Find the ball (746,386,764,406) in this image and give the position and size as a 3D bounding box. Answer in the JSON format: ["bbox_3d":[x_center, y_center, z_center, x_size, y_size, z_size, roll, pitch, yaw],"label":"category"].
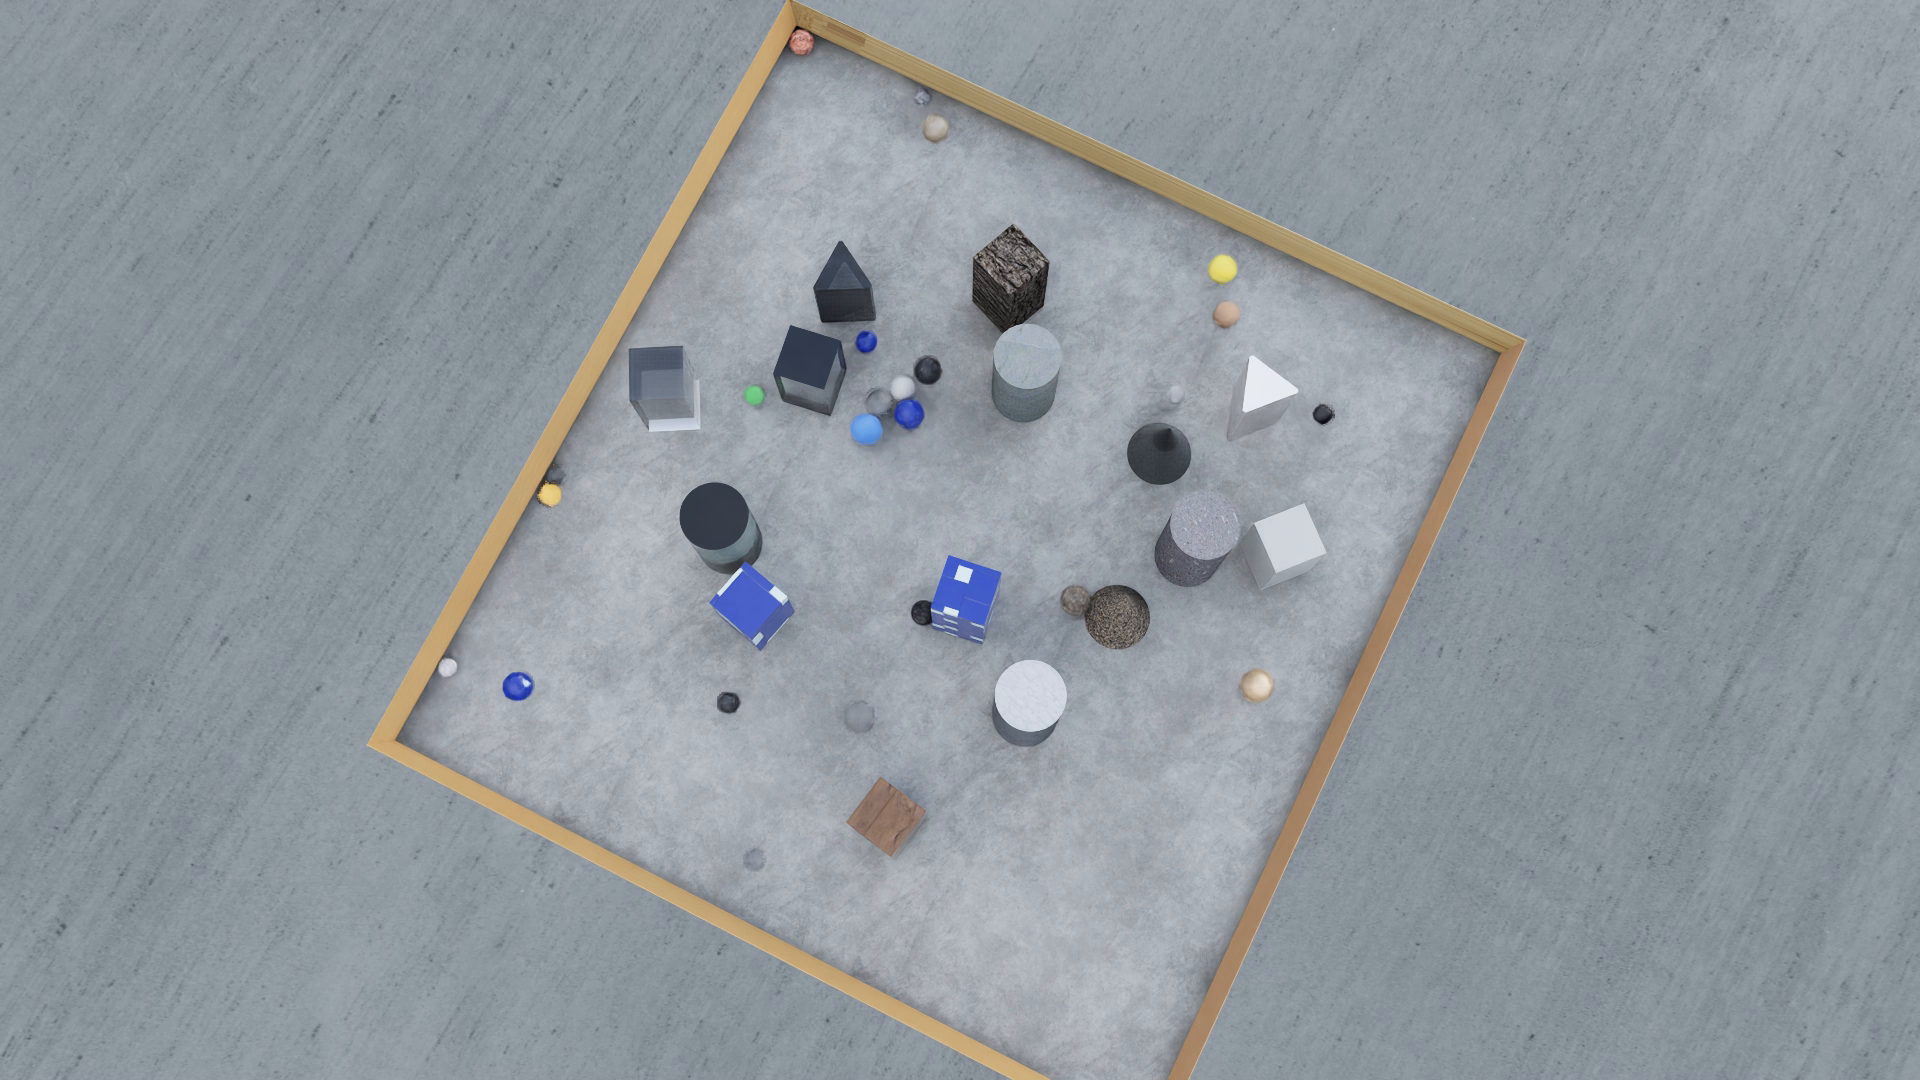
[{"bbox_3d":[-0.635,-0.447,5.678,0.060,0.060,0.060,0,78,0],"label":"ball"}]

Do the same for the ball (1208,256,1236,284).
[{"bbox_3d":[0.822,-0.848,5.747,0.089,0.089,0.089,0,78,0],"label":"ball"}]

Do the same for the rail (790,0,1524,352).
[{"bbox_3d":[0.584,-1.138,5.785,2.552,0.129,0.045,26,80,5],"label":"rail"}]

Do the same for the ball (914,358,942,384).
[{"bbox_3d":[-0.099,-0.524,5.681,0.086,0.086,0.086,0,78,0],"label":"ball"}]

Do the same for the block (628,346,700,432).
[{"bbox_3d":[-0.889,-0.453,5.533,0.159,0.348,0.159,-3,78,-1],"label":"block"}]

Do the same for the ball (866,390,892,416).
[{"bbox_3d":[-0.250,-0.424,5.661,0.085,0.085,0.085,0,78,0],"label":"ball"}]

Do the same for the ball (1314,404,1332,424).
[{"bbox_3d":[1.122,-0.389,5.667,0.059,0.059,0.059,0,78,0],"label":"ball"}]

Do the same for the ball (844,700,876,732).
[{"bbox_3d":[-0.298,0.526,5.458,0.096,0.096,0.096,0,78,0],"label":"ball"}]

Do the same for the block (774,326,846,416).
[{"bbox_3d":[-0.453,-0.512,5.573,0.159,0.294,0.159,17,79,4],"label":"block"}]

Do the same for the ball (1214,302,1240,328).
[{"bbox_3d":[0.831,-0.702,5.721,0.080,0.080,0.080,0,78,0],"label":"ball"}]

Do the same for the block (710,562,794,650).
[{"bbox_3d":[-0.614,0.199,5.438,0.159,0.270,0.159,40,81,8],"label":"block"}]

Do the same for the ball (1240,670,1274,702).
[{"bbox_3d":[0.886,0.436,5.476,0.100,0.100,0.100,0,78,0],"label":"ball"}]

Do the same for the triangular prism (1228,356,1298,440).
[{"bbox_3d":[0.883,-0.440,5.537,0.172,0.335,0.149,-21,79,-4],"label":"triangular prism"}]

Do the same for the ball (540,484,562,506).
[{"bbox_3d":[-1.254,-0.139,5.611,0.067,0.067,0.067,0,78,0],"label":"ball"}]

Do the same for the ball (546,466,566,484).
[{"bbox_3d":[-1.241,-0.198,5.628,0.058,0.058,0.058,0,78,0],"label":"ball"}]

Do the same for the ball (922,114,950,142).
[{"bbox_3d":[-0.078,-1.315,5.843,0.090,0.090,0.090,0,78,0],"label":"ball"}]

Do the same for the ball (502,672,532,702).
[{"bbox_3d":[-1.324,0.438,5.482,0.087,0.087,0.087,0,78,0],"label":"ball"}]

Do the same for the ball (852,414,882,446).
[{"bbox_3d":[-0.287,-0.340,5.638,0.097,0.097,0.097,0,78,0],"label":"ball"}]

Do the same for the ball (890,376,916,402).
[{"bbox_3d":[-0.177,-0.467,5.673,0.079,0.079,0.079,0,78,0],"label":"ball"}]

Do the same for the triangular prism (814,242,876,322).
[{"bbox_3d":[-0.354,-0.794,5.626,0.172,0.304,0.149,-3,78,-1],"label":"triangular prism"}]

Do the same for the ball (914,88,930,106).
[{"bbox_3d":[-0.123,-1.423,5.884,0.054,0.054,0.054,0,78,0],"label":"ball"}]

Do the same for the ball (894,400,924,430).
[{"bbox_3d":[-0.156,-0.387,5.649,0.093,0.093,0.093,0,78,0],"label":"ball"}]

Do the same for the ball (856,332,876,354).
[{"bbox_3d":[-0.293,-0.616,5.710,0.067,0.067,0.067,0,78,0],"label":"ball"}]

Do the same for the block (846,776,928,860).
[{"bbox_3d":[-0.207,0.806,5.280,0.159,0.333,0.159,36,81,7],"label":"block"}]

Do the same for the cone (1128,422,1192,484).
[{"bbox_3d":[0.616,-0.298,5.524,0.199,0.302,0.199,0,78,0],"label":"cone"}]

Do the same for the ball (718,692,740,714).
[{"bbox_3d":[-0.691,0.488,5.483,0.064,0.064,0.064,0,78,0],"label":"ball"}]

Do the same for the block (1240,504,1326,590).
[{"bbox_3d":[0.959,0.024,5.463,0.159,0.291,0.159,-21,79,-4],"label":"block"}]

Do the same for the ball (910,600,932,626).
[{"bbox_3d":[-0.109,0.220,5.532,0.077,0.077,0.077,0,78,0],"label":"ball"}]

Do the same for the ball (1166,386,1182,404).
[{"bbox_3d":[0.665,-0.450,5.683,0.052,0.052,0.052,0,78,0],"label":"ball"}]

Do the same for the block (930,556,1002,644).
[{"bbox_3d":[0.018,0.180,5.382,0.159,0.386,0.159,18,79,4],"label":"block"}]

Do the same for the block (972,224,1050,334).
[{"bbox_3d":[0.151,-0.785,5.576,0.159,0.397,0.159,-41,81,-8],"label":"block"}]

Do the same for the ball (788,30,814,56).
[{"bbox_3d":[-0.511,-1.605,5.907,0.081,0.081,0.081,0,78,0],"label":"ball"}]

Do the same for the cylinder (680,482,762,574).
[{"bbox_3d":[-0.704,-0.030,5.429,0.199,0.379,0.199,0,78,0],"label":"cylinder"}]

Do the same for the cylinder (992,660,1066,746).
[{"bbox_3d":[0.196,0.476,5.287,0.199,0.453,0.199,0,78,0],"label":"cylinder"}]

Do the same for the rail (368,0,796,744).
[{"bbox_3d":[-1.120,-0.542,5.662,0.045,0.129,2.661,26,80,5],"label":"rail"}]

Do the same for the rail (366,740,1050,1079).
[{"bbox_3d":[-0.584,1.151,5.311,2.552,0.129,0.045,26,80,5],"label":"rail"}]

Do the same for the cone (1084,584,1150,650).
[{"bbox_3d":[0.478,0.196,5.383,0.199,0.379,0.199,0,78,0],"label":"cone"}]

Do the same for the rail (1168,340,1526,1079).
[{"bbox_3d":[1.120,0.555,5.435,0.045,0.129,2.661,26,80,5],"label":"rail"}]

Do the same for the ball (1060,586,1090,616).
[{"bbox_3d":[0.348,0.183,5.532,0.092,0.092,0.092,0,78,0],"label":"ball"}]

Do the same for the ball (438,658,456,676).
[{"bbox_3d":[-1.541,0.382,5.509,0.056,0.056,0.056,0,78,0],"label":"ball"}]

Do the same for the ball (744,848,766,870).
[{"bbox_3d":[-0.601,0.941,5.390,0.063,0.063,0.063,0,78,0],"label":"ball"}]

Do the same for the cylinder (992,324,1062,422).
[{"bbox_3d":[0.198,-0.500,5.532,0.199,0.368,0.199,0,78,0],"label":"cylinder"}]

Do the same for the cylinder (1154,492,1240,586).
[{"bbox_3d":[0.694,0.002,5.395,0.199,0.433,0.199,0,78,0],"label":"cylinder"}]
